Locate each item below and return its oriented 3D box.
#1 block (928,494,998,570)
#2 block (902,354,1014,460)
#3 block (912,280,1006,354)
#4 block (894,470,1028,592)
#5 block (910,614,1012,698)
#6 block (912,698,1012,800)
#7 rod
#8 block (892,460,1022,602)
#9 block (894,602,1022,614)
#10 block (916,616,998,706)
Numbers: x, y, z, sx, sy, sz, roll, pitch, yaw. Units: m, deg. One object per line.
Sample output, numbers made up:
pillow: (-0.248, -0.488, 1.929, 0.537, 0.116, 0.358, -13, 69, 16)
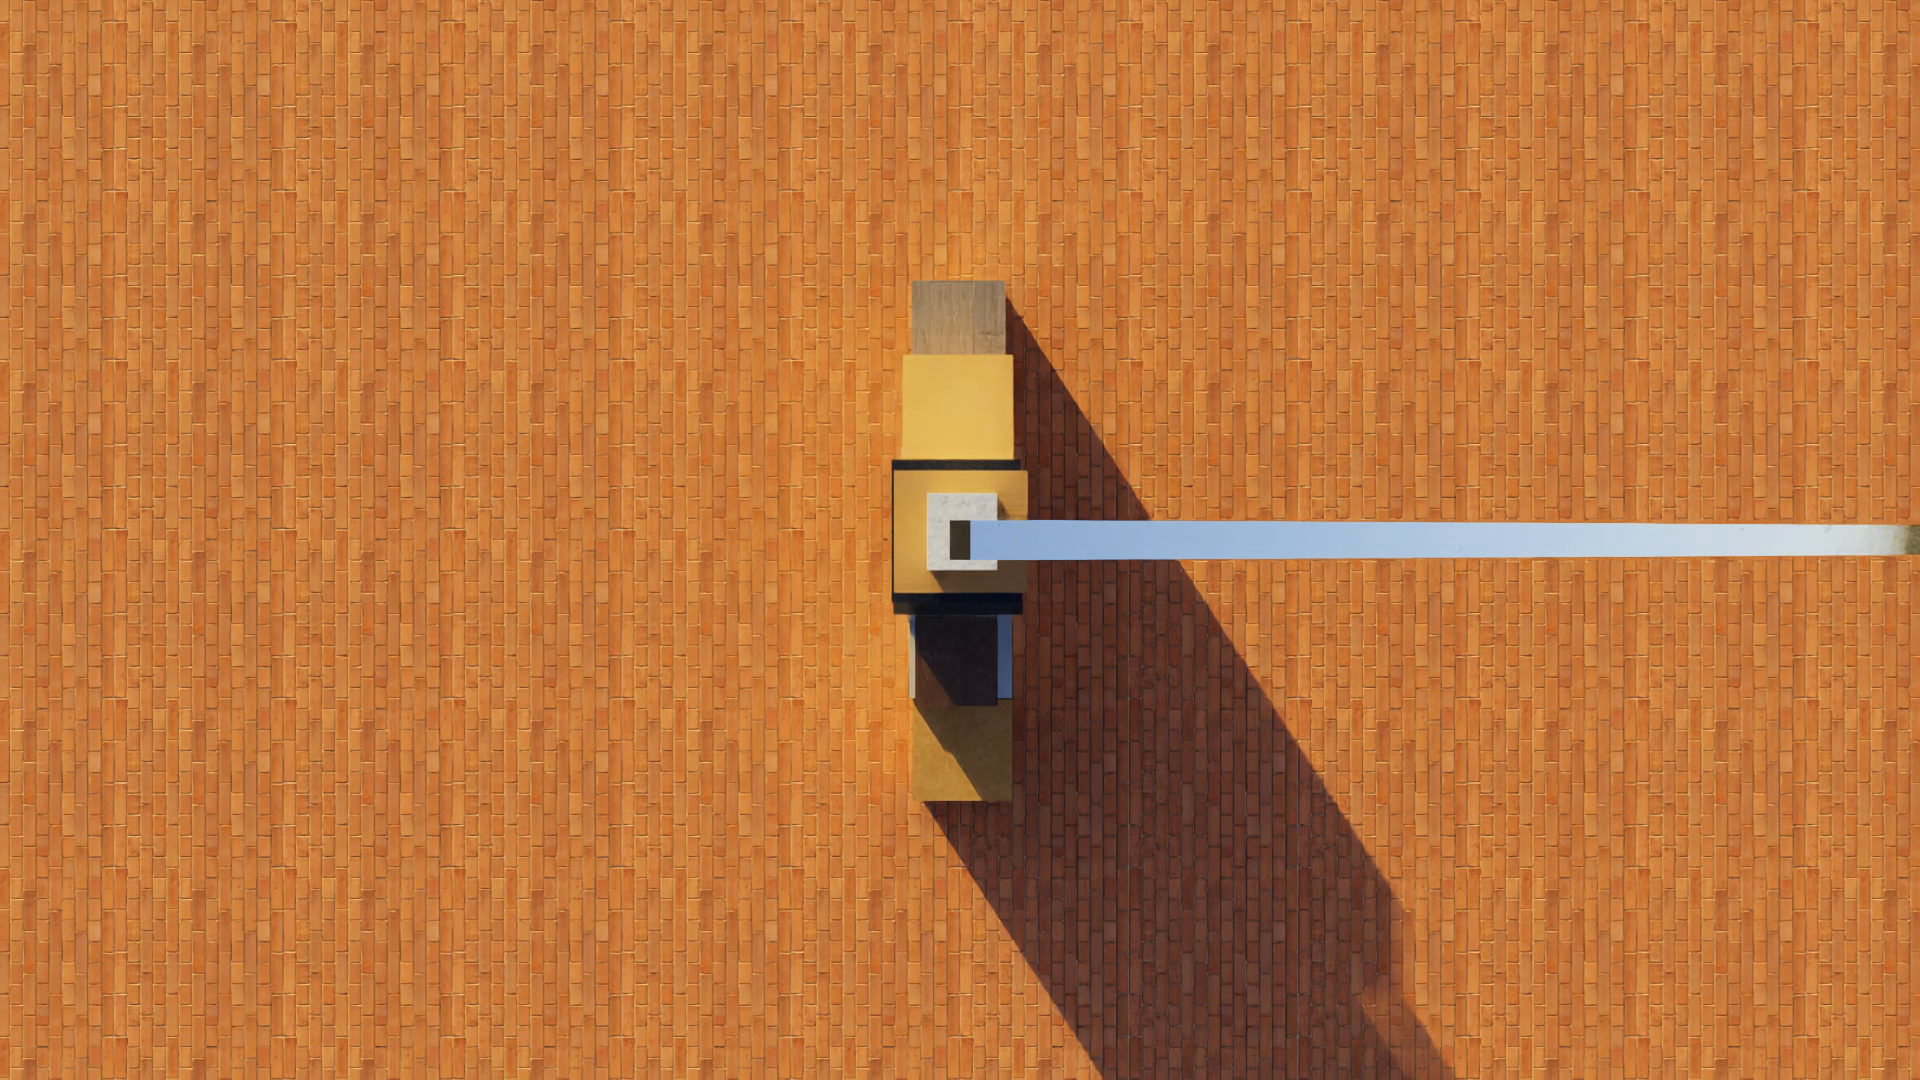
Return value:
block: (0.009, -0.034, 8.776, 0.275, 0.254, 0.302, 0, 90, 0)
block: (-0.013, -0.640, 12.095, 0.596, 0.668, 0.621, 0, 82, 0)
block: (-0.007, -1.175, 12.735, 0.530, 0.529, 0.593, 0, 90, 0)
block: (0.003, -0.036, 9.173, 0.542, 0.539, 0.495, 0, 90, 0)
block: (0.003, 0.597, 12.682, 0.574, 0.637, 0.584, 0, 90, 0)
block: (0.015, 1.186, 12.705, 0.564, 0.590, 0.572, 0, 90, 0)
rod: (2.212, 0.000, 5.754, 5.200, 0.080, 0.080, 0, 90, -32)
block: (-0.017, -0.043, 10.124, 0.579, 0.636, 0.636, 0, 90, 0)
block: (-0.011, 0.059, 11.979, 0.677, 0.784, 0.686, 0, 88, 0)
block: (-0.019, 0.664, 12.154, 0.448, 0.420, 0.479, 0, 90, 0)
